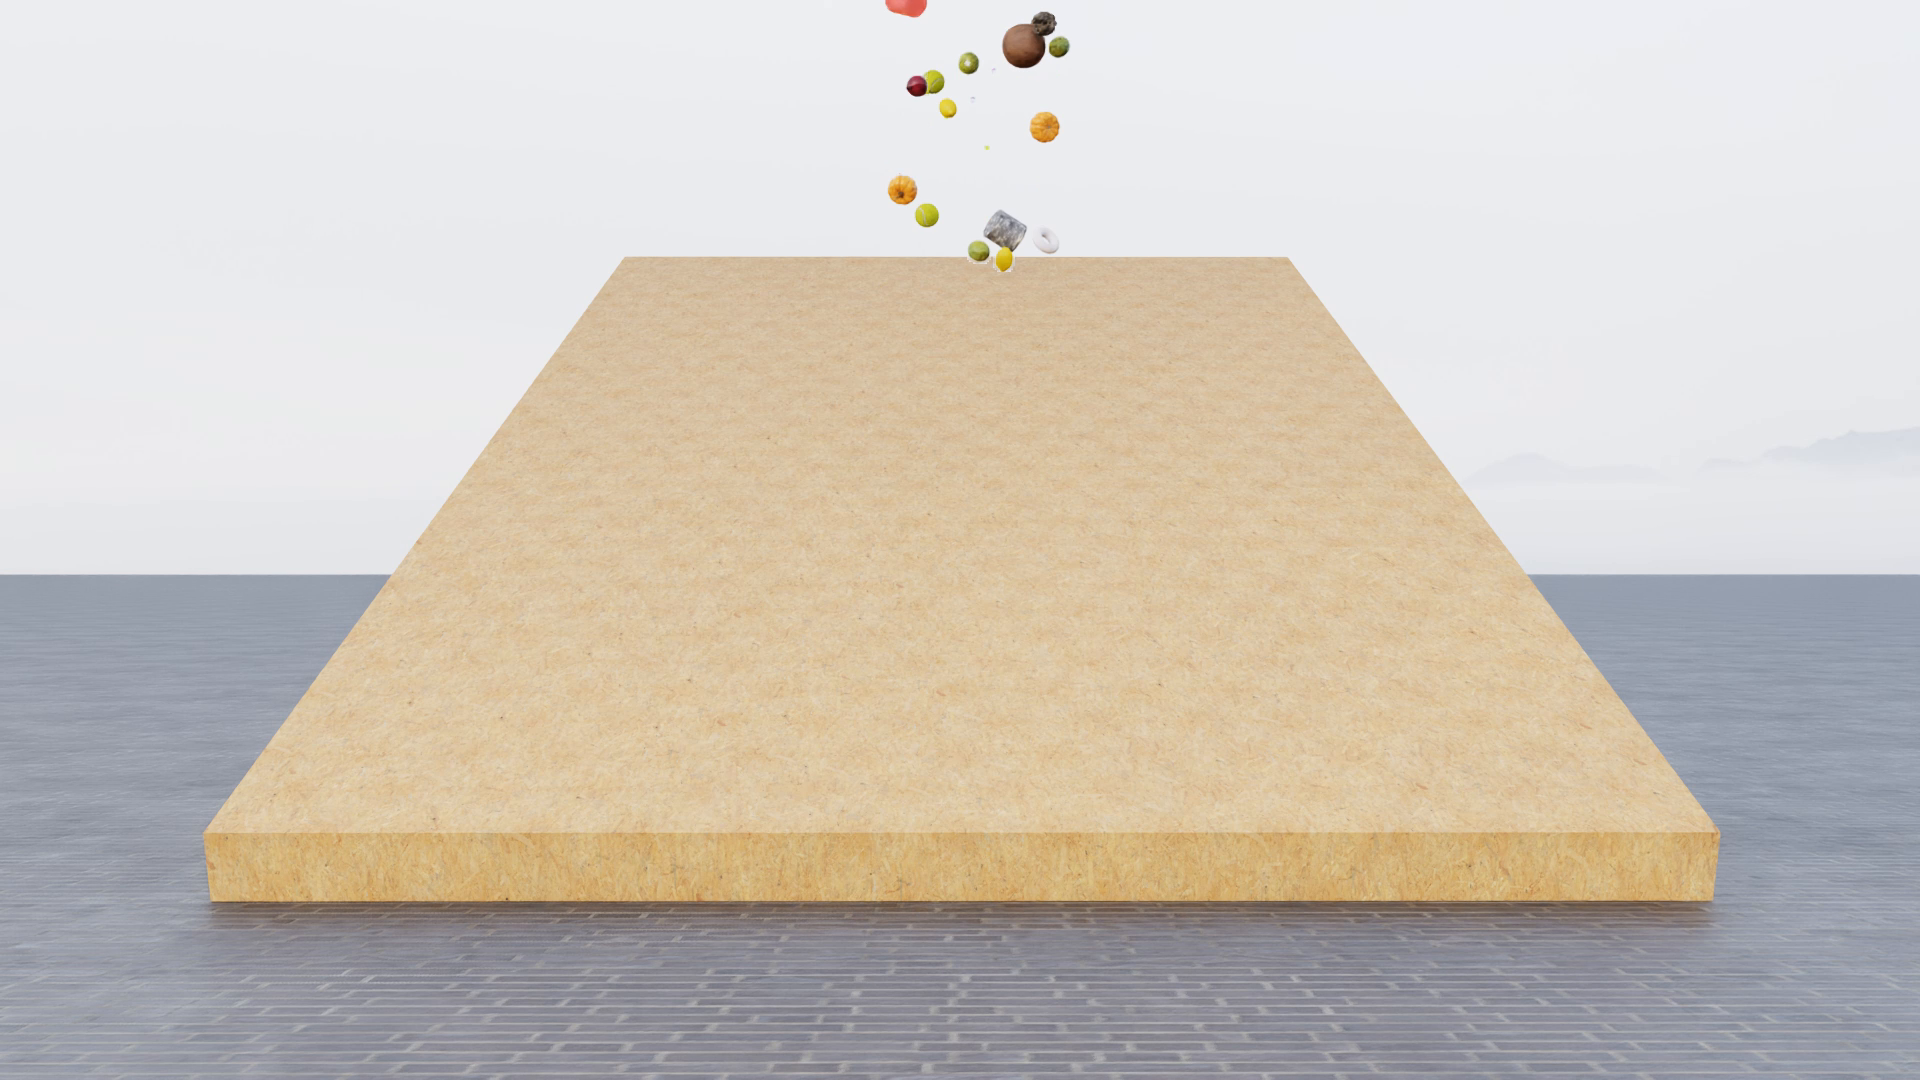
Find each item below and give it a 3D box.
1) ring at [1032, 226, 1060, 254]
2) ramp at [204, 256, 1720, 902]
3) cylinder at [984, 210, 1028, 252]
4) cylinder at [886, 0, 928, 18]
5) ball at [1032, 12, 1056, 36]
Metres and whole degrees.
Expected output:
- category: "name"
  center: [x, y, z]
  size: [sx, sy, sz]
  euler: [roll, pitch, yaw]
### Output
- category: "ring"
  center: [0.242, -0.848, 6.323]
  size: [0.089, 0.089, 0.030]
  euler: [1, -30, -37]
- category: "ramp"
  center: [-0.004, -0.187, 4.866]
  size: [2.000, 0.100, 4.000]
  euler: [0, 18, 0]
- category: "cylinder"
  center: [0.131, -0.898, 6.501]
  size: [0.092, 0.092, 0.092]
  euler: [30, -11, -18]
- category: "cylinder"
  center: [-0.148, -1.490, 6.174]
  size: [0.082, 0.082, 0.082]
  euler: [24, 15, 39]
- category: "ball"
  center: [0.241, -1.482, 6.423]
  size: [0.071, 0.071, 0.071]
  euler: [0, -1, 0]
